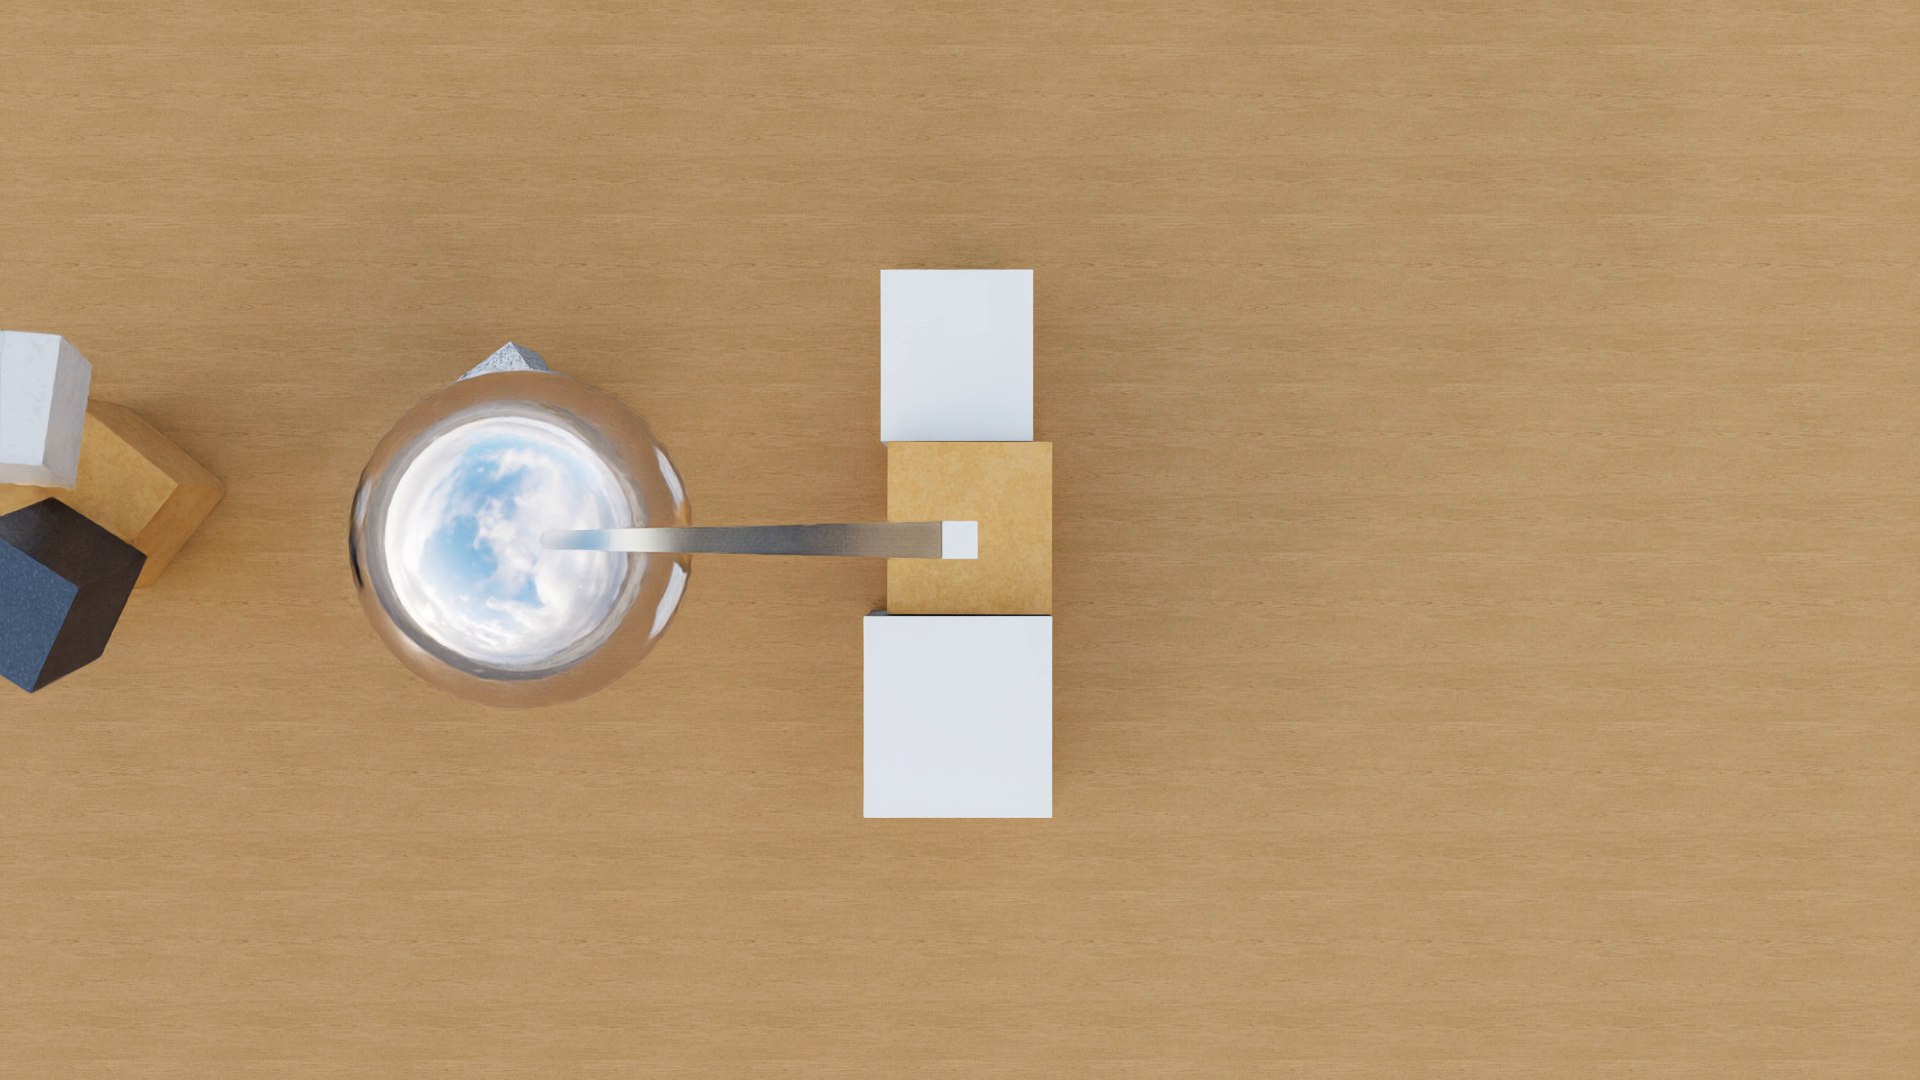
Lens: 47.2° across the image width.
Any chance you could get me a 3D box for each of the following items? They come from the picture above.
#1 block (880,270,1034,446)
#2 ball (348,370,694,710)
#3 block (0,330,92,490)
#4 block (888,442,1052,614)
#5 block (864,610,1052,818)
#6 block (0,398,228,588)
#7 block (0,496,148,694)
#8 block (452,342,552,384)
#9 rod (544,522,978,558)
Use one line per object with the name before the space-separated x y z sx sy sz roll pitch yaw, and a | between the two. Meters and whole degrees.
block | -0.017 -1.025 12.603 0.844 0.795 0.950 0 90 0
ball | -2.051 0.000 10.343 1.600 1.600 1.600 0 90 0
block | -5.074 -0.701 11.784 0.571 0.595 0.704 5 79 -5
block | 0.053 -0.066 12.514 0.900 0.972 0.944 0 90 0
block | -0.011 0.957 12.442 1.017 1.115 1.085 0 90 0
block | -4.865 -0.258 12.580 0.791 0.839 0.755 39 90 0
block | -4.944 0.286 11.842 0.622 0.665 0.691 32 108 2
block | -2.597 -0.550 12.585 0.822 0.830 0.761 -36 90 0
rod | -0.889 0.000 7.147 0.080 5.200 0.080 0 90 -20
